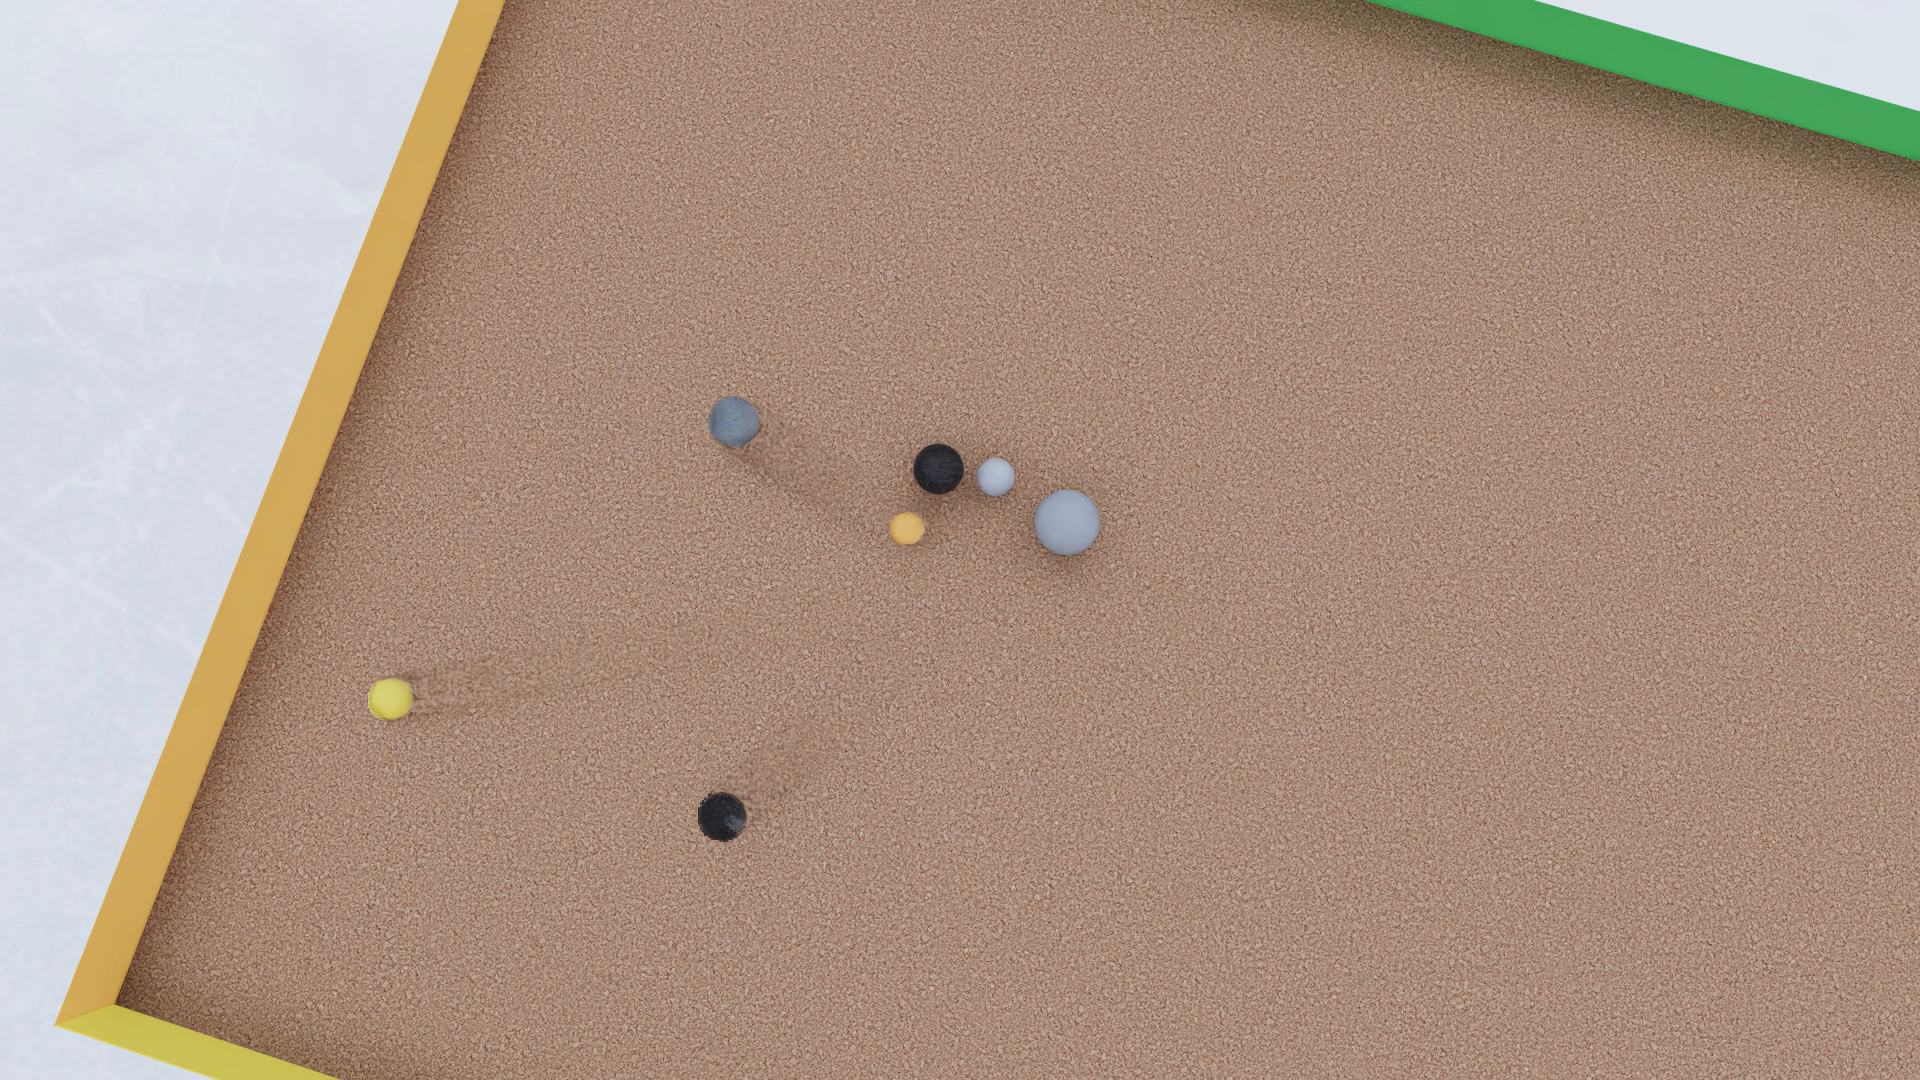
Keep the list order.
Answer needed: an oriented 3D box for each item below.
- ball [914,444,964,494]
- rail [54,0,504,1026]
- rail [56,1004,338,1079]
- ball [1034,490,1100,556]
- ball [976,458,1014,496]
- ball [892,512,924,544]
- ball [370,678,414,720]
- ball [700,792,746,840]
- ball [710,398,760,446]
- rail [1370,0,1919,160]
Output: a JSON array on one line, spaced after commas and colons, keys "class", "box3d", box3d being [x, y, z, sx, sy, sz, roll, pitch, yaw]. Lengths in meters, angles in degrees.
[{"class": "ball", "box3d": [-0.032, -0.108, 3.328, 0.077, 0.077, 0.077, 0, 78, 0]}, {"class": "rail", "box3d": [-0.921, -0.292, 3.340, 0.045, 0.129, 2.124, 17, 78, 4]}, {"class": "rail", "box3d": [0.630, 1.254, 3.006, 3.958, 0.129, 0.045, 17, 78, 4]}, {"class": "ball", "box3d": [0.161, -0.026, 3.299, 0.099, 0.099, 0.099, 0, 78, 0]}, {"class": "ball", "box3d": [0.054, -0.096, 3.335, 0.058, 0.058, 0.058, 0, 78, 0]}, {"class": "ball", "box3d": [-0.079, -0.018, 3.323, 0.050, 0.050, 0.050, 0, 78, 0]}, {"class": "ball", "box3d": [-0.843, 0.236, 3.262, 0.062, 0.062, 0.062, 0, 78, 0]}, {"class": "ball", "box3d": [-0.347, 0.404, 3.222, 0.068, 0.068, 0.068, 0, 78, 0]}, {"class": "ball", "box3d": [-0.343, -0.179, 3.345, 0.074, 0.074, 0.074, 0, 78, 0]}, {"class": "rail", "box3d": [1.257, -0.682, 3.425, 3.958, 0.129, 0.045, 17, 78, 4]}]
